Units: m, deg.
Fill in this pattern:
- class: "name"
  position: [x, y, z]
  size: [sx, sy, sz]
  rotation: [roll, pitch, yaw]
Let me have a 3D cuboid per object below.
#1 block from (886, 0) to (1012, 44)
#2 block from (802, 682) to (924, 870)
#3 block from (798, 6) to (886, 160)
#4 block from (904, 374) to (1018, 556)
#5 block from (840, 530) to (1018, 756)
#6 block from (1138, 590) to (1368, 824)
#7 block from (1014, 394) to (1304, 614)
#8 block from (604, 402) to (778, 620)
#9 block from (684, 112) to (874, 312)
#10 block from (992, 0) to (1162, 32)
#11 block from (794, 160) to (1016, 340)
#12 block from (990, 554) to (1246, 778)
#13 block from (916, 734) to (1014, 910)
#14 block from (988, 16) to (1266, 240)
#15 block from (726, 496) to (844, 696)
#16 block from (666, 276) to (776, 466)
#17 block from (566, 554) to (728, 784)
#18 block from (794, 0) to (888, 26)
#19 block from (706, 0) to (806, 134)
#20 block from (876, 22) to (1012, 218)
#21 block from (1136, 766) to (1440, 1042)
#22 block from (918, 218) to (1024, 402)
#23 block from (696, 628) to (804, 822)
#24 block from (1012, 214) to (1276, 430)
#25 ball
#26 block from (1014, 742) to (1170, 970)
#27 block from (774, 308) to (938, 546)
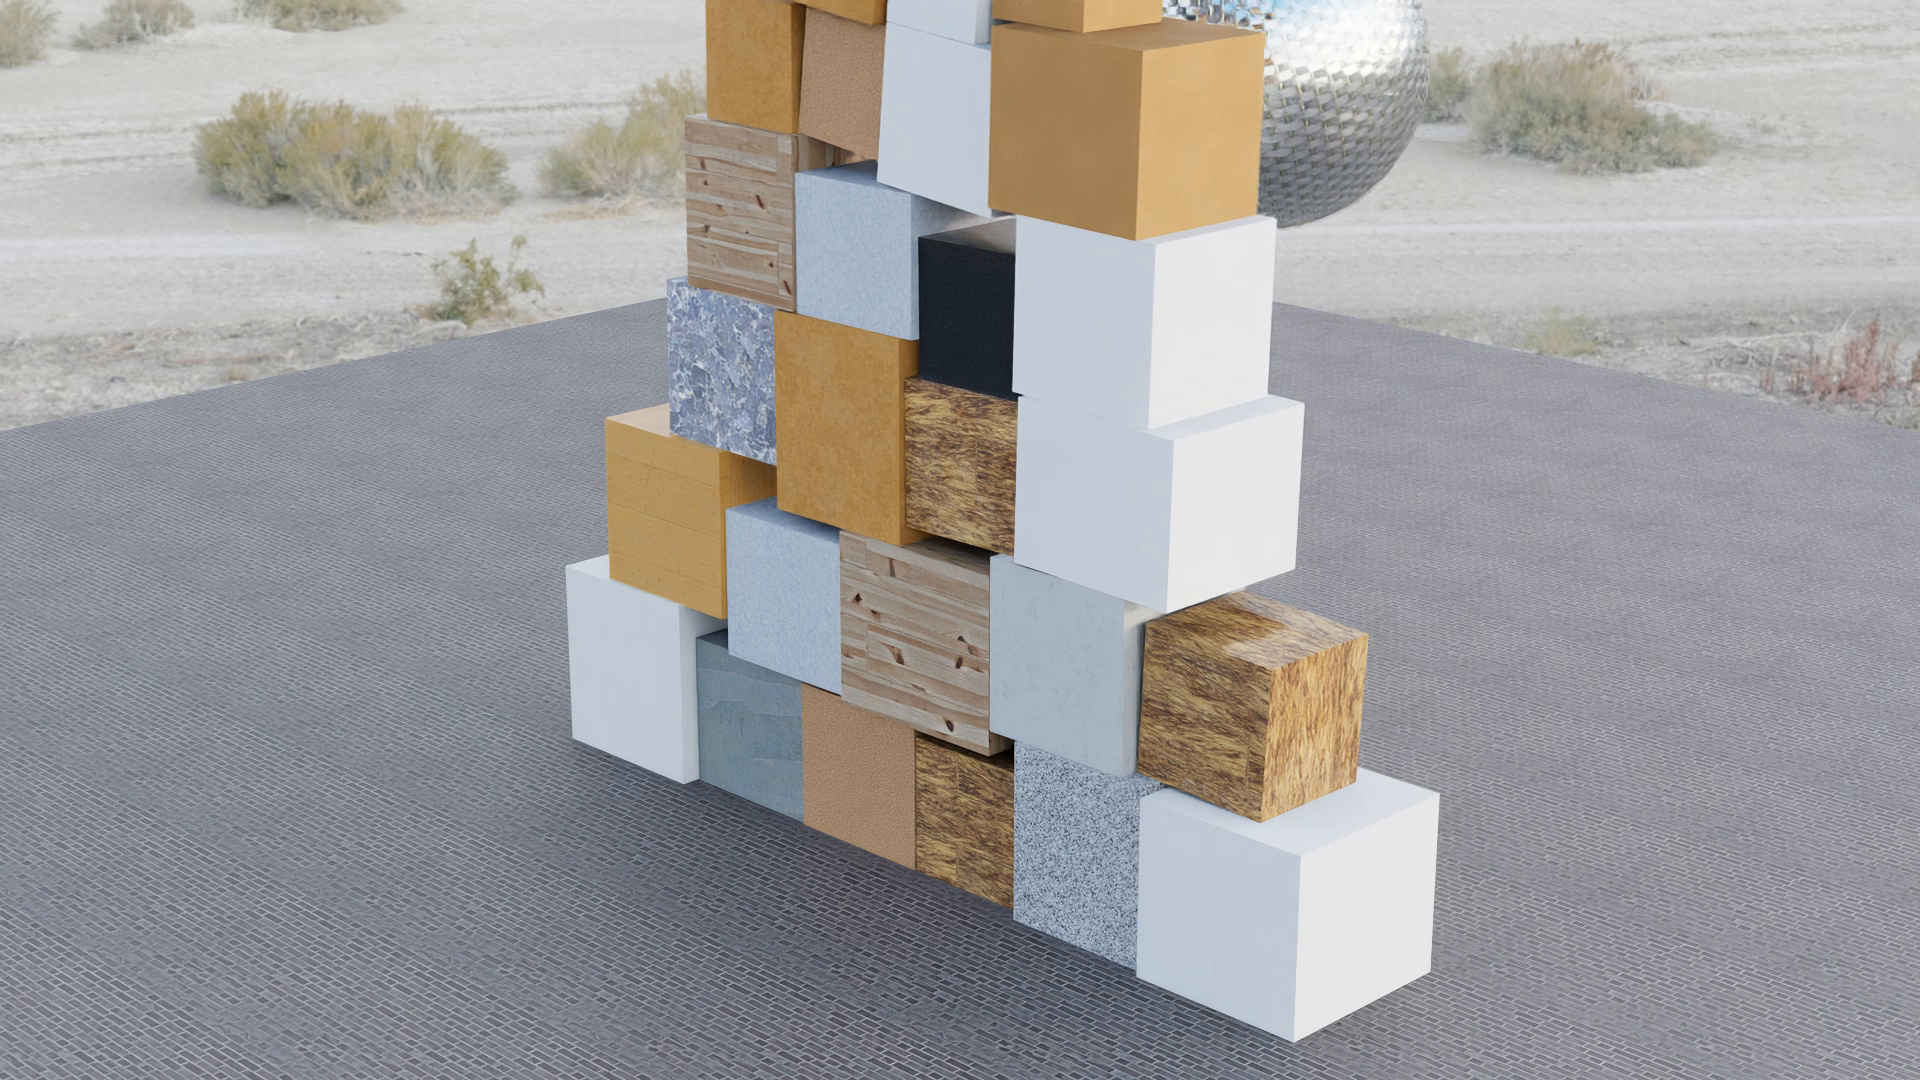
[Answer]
- class: "block"
  position: [0.091, -2.482, 12.437]
  size: [0.563, 0.613, 0.528]
  rotation: [-17, 30, -43]
- class: "block"
  position: [-0.226, 1.021, 13.895]
  size: [0.760, 0.720, 0.712]
  rotation: [17, 24, 42]
- class: "block"
  position: [-0.313, -2.067, 13.006]
  size: [0.543, 0.599, 0.551]
  rotation: [-17, 31, -42]
- class: "block"
  position: [0.252, -0.381, 12.943]
  size: [0.744, 0.680, 0.653]
  rotation: [16, 23, 43]
- class: "block"
  position: [0.075, 0.370, 13.380]
  size: [0.808, 0.832, 0.953]
  rotation: [-17, 24, -42]
- class: "block"
  position: [1.222, 0.684, 12.268]
  size: [0.629, 0.672, 0.674]
  rotation: [-17, 27, -42]
- class: "block"
  position: [0.835, -0.238, 12.376]
  size: [0.861, 0.733, 0.830]
  rotation: [18, 25, 42]
- class: "block"
  position: [-1.139, -0.199, 14.480]
  size: [0.855, 0.828, 0.851]
  rotation: [17, 24, 42]
- class: "block"
  position: [-0.753, -1.571, 13.641]
  size: [0.737, 0.798, 0.737]
  rotation: [-17, 25, -42]
- class: "block"
  position: [0.490, -2.390, 12.084]
  size: [0.509, 0.491, 0.480]
  rotation: [18, 25, 42]
- class: "block"
  position: [-0.215, -1.332, 13.178]
  size: [0.736, 0.643, 0.743]
  rotation: [-17, 24, -42]
- class: "block"
  position: [0.682, 0.453, 12.751]
  size: [0.774, 0.802, 0.787]
  rotation: [17, 24, 42]
- class: "block"
  position: [0.283, 1.208, 13.408]
  size: [0.687, 0.656, 0.676]
  rotation: [-17, 24, -42]
- class: "block"
  position: [0.679, -1.723, 12.062]
  size: [0.824, 0.754, 0.752]
  rotation: [18, 25, 42]
- class: "block"
  position: [-0.560, 0.206, 13.980]
  size: [0.760, 0.729, 0.802]
  rotation: [-17, 24, -42]
- class: "block"
  position: [-0.872, -0.861, 13.965]
  size: [0.775, 0.754, 0.697]
  rotation: [18, 25, 42]
- class: "block"
  position: [-1.373, 0.577, 14.953]
  size: [0.886, 0.933, 0.869]
  rotation: [17, 24, 42]
- class: "block"
  position: [-0.326, -2.668, 12.831]
  size: [0.615, 0.637, 0.693]
  rotation: [24, 29, 38]
- class: "block"
  position: [-0.746, -2.211, 13.394]
  size: [0.579, 0.571, 0.589]
  rotation: [17, 24, 42]
- class: "block"
  position: [0.147, -1.849, 12.630]
  size: [0.676, 0.696, 0.697]
  rotation: [-17, 30, -42]
- class: "block"
  position: [1.376, 1.457, 12.345]
  size: [0.923, 0.817, 0.851]
  rotation: [-17, 24, -42]
- class: "block"
  position: [0.246, -1.009, 12.753]
  size: [0.590, 0.631, 0.613]
  rotation: [-17, 23, -42]
- class: "block"
  position: [-0.763, 0.839, 14.429]
  size: [0.724, 0.748, 0.777]
  rotation: [-17, 24, -42]
- class: "block"
  position: [0.763, -0.976, 12.221]
  size: [0.762, 0.761, 0.755]
  rotation: [18, 25, 42]
- class: "ball"
  position: [1.467, -2.299, 14.157]
  size: [1.600, 1.600, 1.600]
  rotation: [0, 17, 0]
- class: "block"
  position: [0.792, 1.274, 12.884]
  size: [0.812, 0.843, 0.759]
  rotation: [-17, 24, -42]
- class: "block"
  position: [-0.292, -0.591, 13.471]
  size: [0.818, 0.947, 0.753]
  rotation: [17, 24, 42]
